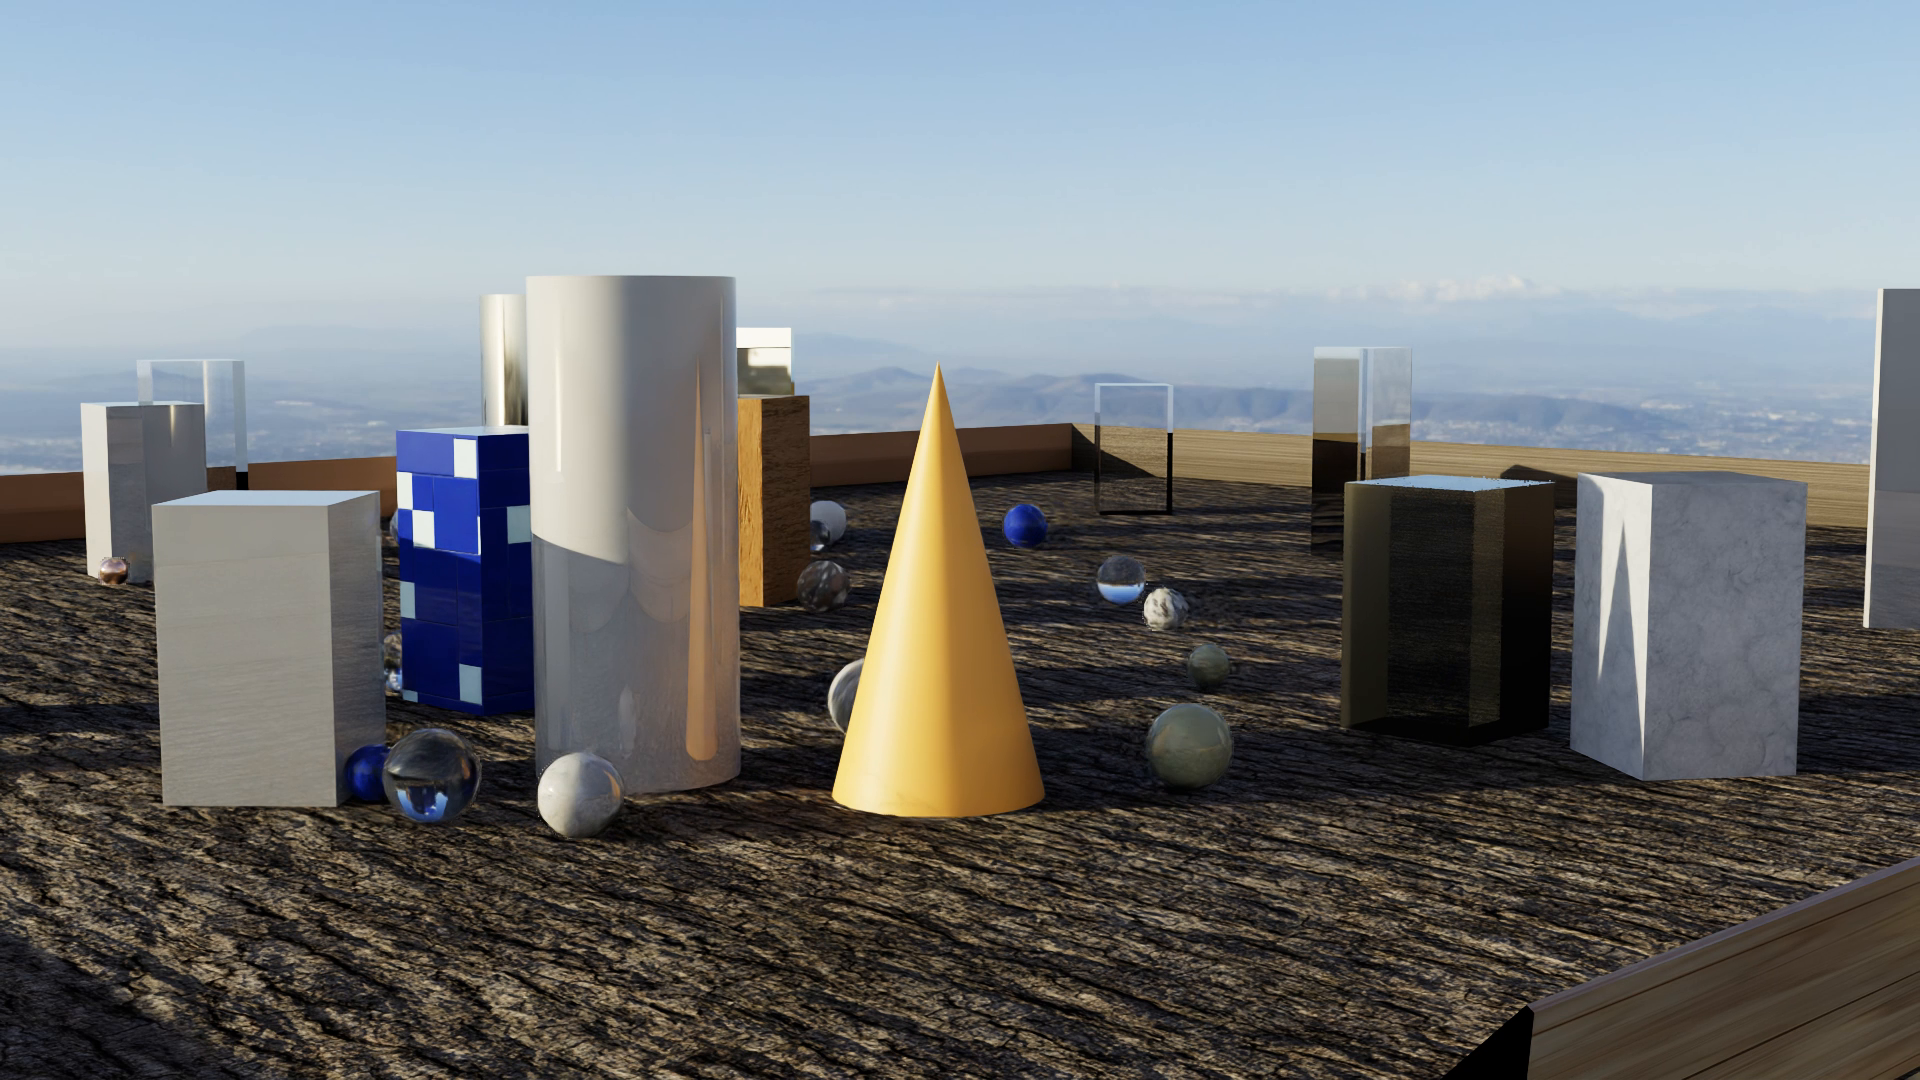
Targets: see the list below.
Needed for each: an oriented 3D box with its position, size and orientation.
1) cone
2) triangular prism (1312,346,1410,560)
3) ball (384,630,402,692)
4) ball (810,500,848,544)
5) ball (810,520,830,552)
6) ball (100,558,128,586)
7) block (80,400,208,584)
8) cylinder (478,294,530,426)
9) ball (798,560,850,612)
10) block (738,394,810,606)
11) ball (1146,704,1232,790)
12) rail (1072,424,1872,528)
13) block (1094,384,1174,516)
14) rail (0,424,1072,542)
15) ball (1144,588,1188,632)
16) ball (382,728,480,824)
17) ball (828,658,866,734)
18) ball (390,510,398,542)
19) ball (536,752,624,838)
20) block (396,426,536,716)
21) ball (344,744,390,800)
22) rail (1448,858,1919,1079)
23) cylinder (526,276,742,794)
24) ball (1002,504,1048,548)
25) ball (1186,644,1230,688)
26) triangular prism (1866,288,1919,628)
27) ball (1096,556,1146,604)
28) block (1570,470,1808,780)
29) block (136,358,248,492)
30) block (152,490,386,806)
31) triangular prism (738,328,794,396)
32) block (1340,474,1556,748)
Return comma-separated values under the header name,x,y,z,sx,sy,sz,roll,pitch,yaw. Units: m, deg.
name,x,y,z,sx,sy,sz,roll,pitch,yaw
cone,-0.020,0.035,2.014,0.197,0.400,0.197,0,6,0
triangular prism,0.703,-0.157,3.957,0.148,0.379,0.171,4,7,35
ball,-0.646,0.141,2.570,0.074,0.074,0.074,0,6,0
ball,-0.258,-0.035,4.201,0.085,0.085,0.085,0,6,0
ball,-0.270,-0.007,4.076,0.057,0.057,0.057,0,6,0
ball,-1.372,0.052,3.567,0.045,0.045,0.045,0,6,0
block,-1.365,-0.084,3.685,0.158,0.290,0.158,-4,7,-35
cylinder,-0.571,-0.111,3.095,0.197,0.466,0.197,0,6,0
ball,-0.201,0.068,3.254,0.077,0.077,0.077,0,6,0
block,-0.338,-0.065,3.400,0.158,0.313,0.158,3,6,23
ball,0.213,0.193,2.046,0.080,0.080,0.080,0,6,0
rail,1.582,-0.118,4.783,0.045,0.128,3.791,-5,8,-42
block,0.383,-0.203,4.865,0.158,0.282,0.158,0,6,-1
rail,-1.269,-0.109,4.700,4.352,0.128,0.045,-5,8,-42
ball,0.286,0.097,3.056,0.061,0.061,0.061,0,6,0
ball,-0.461,0.205,1.916,0.083,0.083,0.083,0,6,0
ball,-0.093,0.166,2.274,0.087,0.087,0.087,0,6,0
ball,-1.028,-0.025,4.127,0.081,0.081,0.081,0,6,0
ball,-0.321,0.216,1.861,0.073,0.073,0.073,0,6,0
block,-0.528,0.029,2.515,0.158,0.309,0.158,5,8,42
ball,-0.534,0.212,2.003,0.052,0.052,0.052,0,6,0
rail,1.269,0.176,1.964,4.352,0.128,0.045,-5,8,-42
cylinder,-0.311,-0.012,2.105,0.197,0.476,0.197,0,6,0
ball,0.122,-0.025,4.119,0.084,0.084,0.084,0,6,0
ball,0.294,0.150,2.603,0.051,0.051,0.051,0,6,0
triangular prism,1.376,-0.118,3.128,0.171,0.474,0.148,1,6,13
ball,0.244,0.061,3.339,0.073,0.073,0.073,0,6,0
block,0.713,0.079,2.165,0.158,0.282,0.158,-1,6,-9
block,-1.394,-0.149,3.999,0.158,0.355,0.158,-3,7,-29
block,-0.637,0.096,2.046,0.158,0.272,0.158,0,6,2
triangular prism,-0.398,-0.215,4.364,0.171,0.411,0.148,1,6,8
block,0.519,0.070,2.342,0.158,0.263,0.158,6,8,45
